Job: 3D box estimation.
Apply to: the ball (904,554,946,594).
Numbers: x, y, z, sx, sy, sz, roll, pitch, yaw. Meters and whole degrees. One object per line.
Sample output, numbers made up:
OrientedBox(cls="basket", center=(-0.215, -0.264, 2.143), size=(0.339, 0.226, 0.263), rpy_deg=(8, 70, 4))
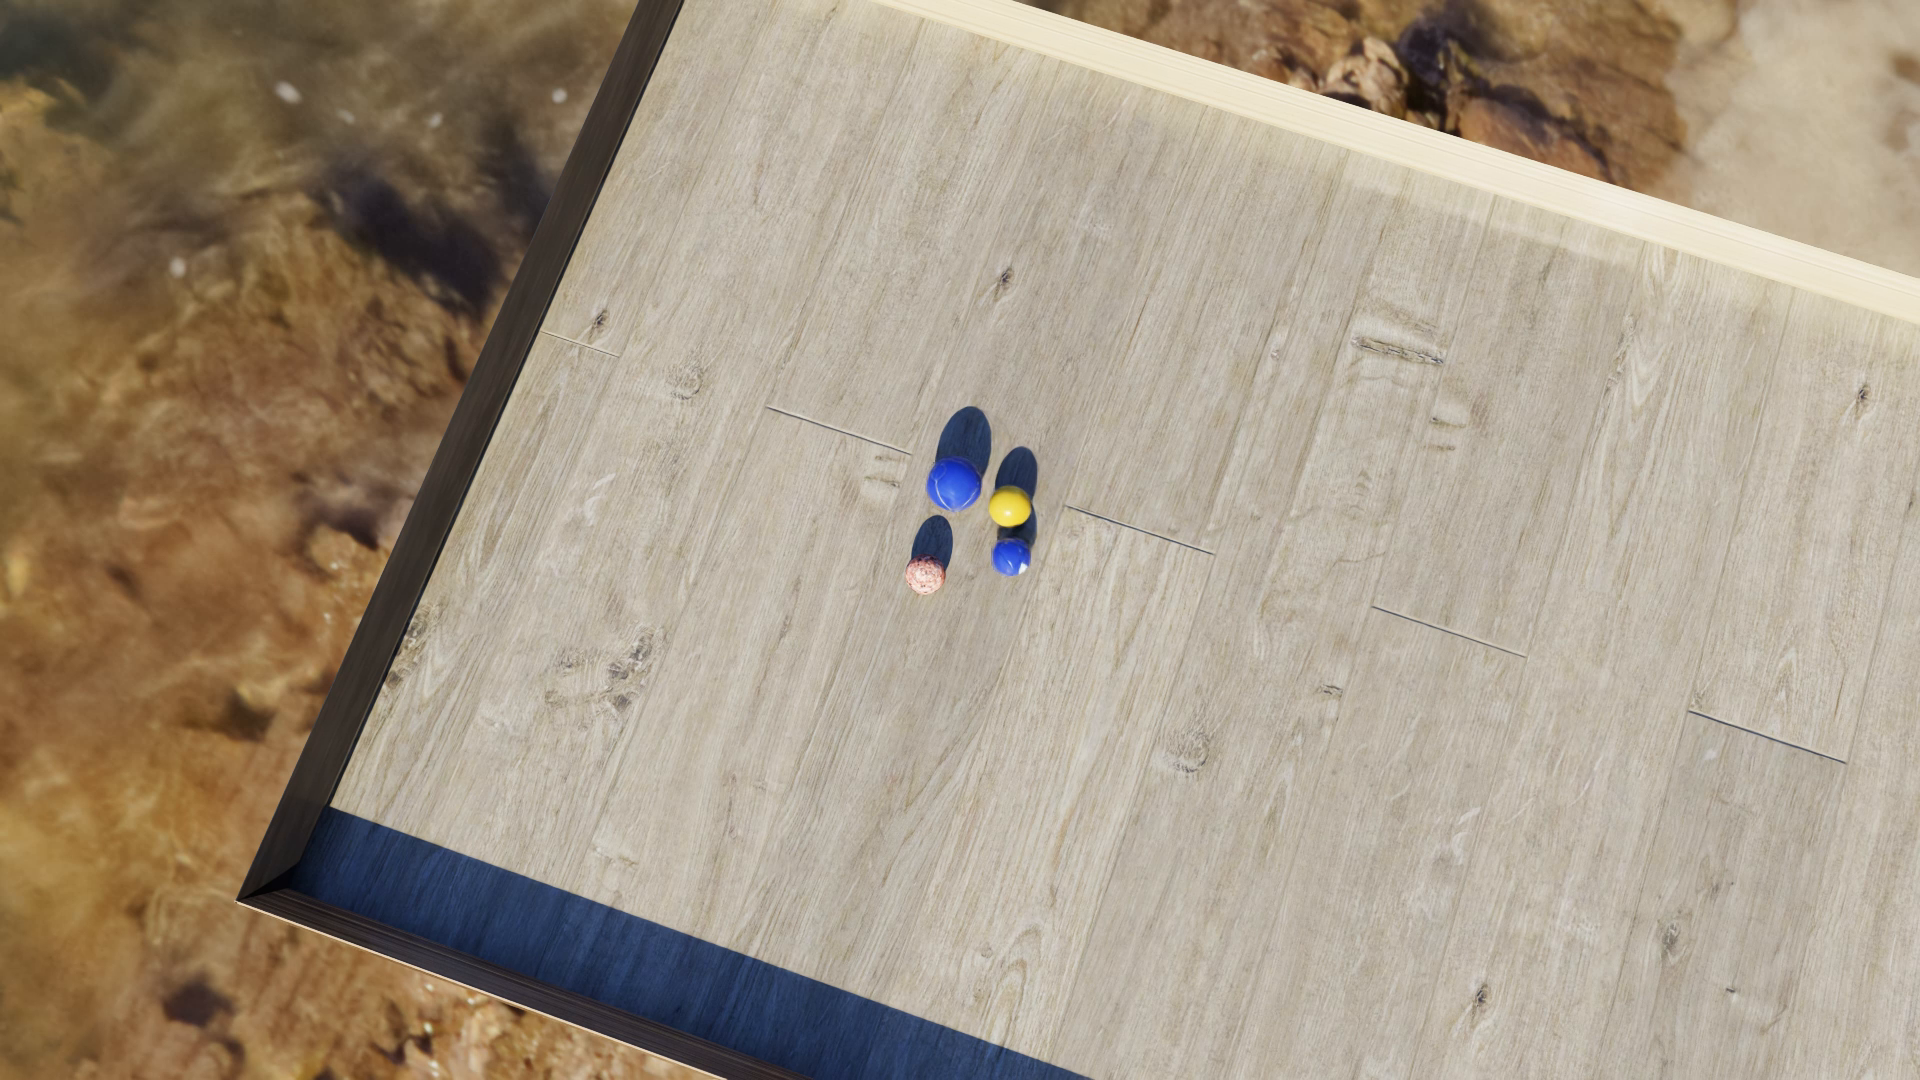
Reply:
OrientedBox(cls="ball", center=(-0.053, 0.053, 3.380), size=(0.063, 0.063, 0.063), rpy_deg=(0, 72, 0))

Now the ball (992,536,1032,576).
OrientedBox(cls="ball", center=(0.080, 0.025, 3.390), size=(0.061, 0.061, 0.061), rpy_deg=(0, 72, 0))

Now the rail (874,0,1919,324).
OrientedBox(cls="rail", center=(1.032, -0.527, 3.538), size=(3.173, 0.111, 0.045), rpy_deg=(18, 73, 6))

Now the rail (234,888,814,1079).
OrientedBox(cls="rail", center=(0.466, 1.013, 3.048), size=(3.173, 0.111, 0.045), rpy_deg=(18, 73, 6))

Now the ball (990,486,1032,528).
OrientedBox(cls="ball", center=(0.078, -0.052, 3.412), size=(0.066, 0.066, 0.066), rpy_deg=(0, 72, 0))

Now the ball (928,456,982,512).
OrientedBox(cls="ball", center=(-0.008, -0.087, 3.413), size=(0.086, 0.086, 0.086), rpy_deg=(0, 72, 0))

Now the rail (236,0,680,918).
OrientedBox(cls="rail", center=(-0.726, -0.249, 3.450), size=(0.045, 0.111, 1.760), rpy_deg=(18, 73, 6))
